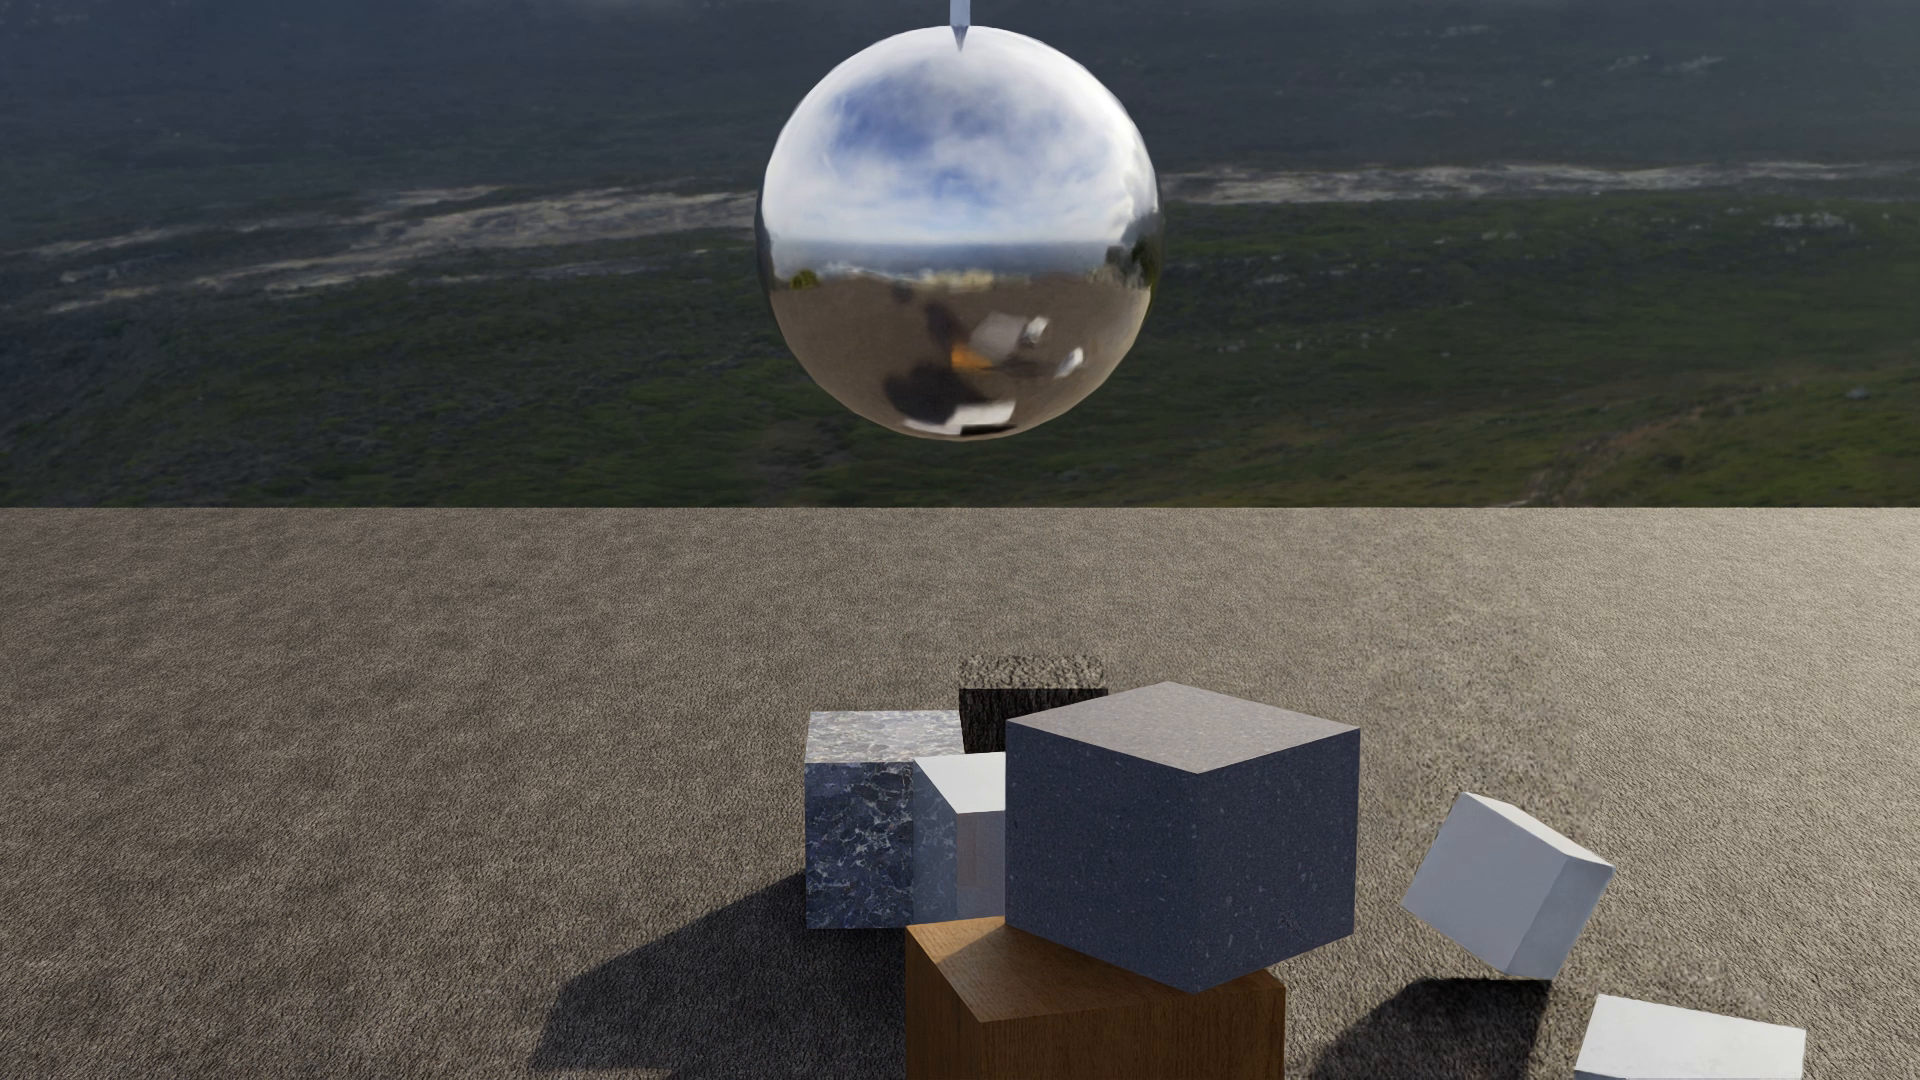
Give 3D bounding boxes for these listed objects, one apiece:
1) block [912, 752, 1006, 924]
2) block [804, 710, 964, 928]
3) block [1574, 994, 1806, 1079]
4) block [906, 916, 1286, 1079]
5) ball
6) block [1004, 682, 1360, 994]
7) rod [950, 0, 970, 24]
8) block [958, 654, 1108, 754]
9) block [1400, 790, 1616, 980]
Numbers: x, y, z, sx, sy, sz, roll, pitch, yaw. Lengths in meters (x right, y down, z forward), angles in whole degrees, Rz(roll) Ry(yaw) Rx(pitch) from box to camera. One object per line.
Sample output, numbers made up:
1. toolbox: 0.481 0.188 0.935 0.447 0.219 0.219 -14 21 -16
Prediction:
1. block: 0.292 1.421 9.424 0.824 0.832 0.836 -2 11 -13
2. block: -0.349 1.291 10.299 0.719 0.776 0.892 0 10 -2
3. block: 2.307 1.922 7.016 0.648 0.651 0.583 6 15 22
4. block: 0.410 1.788 7.092 0.981 0.945 0.845 -3 11 -16
5. ball: 0.000 -1.182 8.543 1.600 1.600 1.600 0 10 0
6. block: 0.718 0.937 7.181 0.781 0.696 0.836 -9 14 -41
7. rod: 0.000 -4.494 9.313 0.080 5.200 0.080 0 -13 0
8. block: 0.366 1.075 11.387 0.743 0.812 0.730 0 10 0
9. block: 2.303 1.455 9.248 0.539 0.550 0.502 32 8 39
